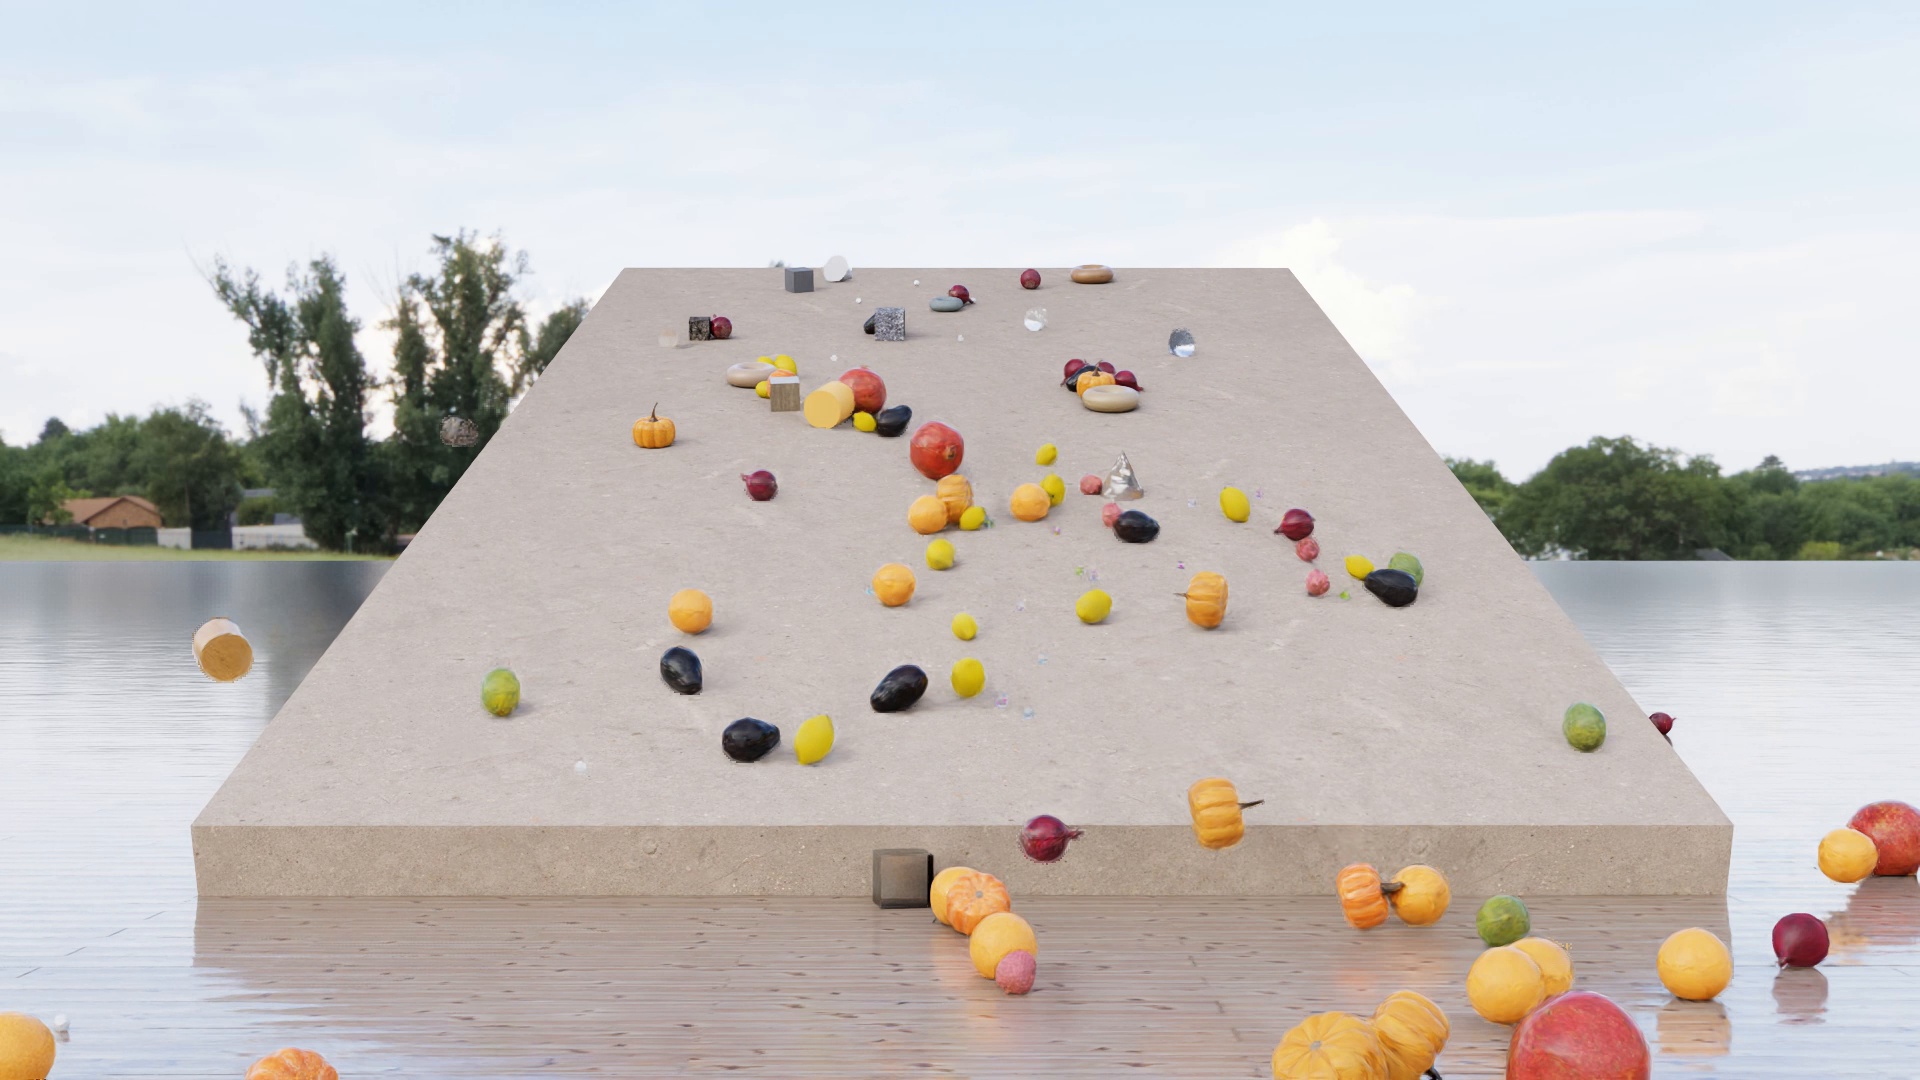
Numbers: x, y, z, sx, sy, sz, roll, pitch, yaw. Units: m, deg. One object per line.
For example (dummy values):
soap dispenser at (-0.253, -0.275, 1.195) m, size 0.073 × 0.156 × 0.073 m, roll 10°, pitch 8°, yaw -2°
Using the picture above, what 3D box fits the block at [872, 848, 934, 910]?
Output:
block at (-0.073, 0.431, 2.838) m, size 0.067 × 0.067 × 0.067 m, roll 0°, pitch 0°, yaw -12°

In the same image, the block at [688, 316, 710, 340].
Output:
block at (-0.669, -0.543, 5.723) m, size 0.052 × 0.052 × 0.052 m, roll -1°, pitch 17°, yaw -2°

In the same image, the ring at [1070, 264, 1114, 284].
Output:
ring at (0.384, -0.775, 6.488) m, size 0.127 × 0.042 × 0.127 m, roll -1°, pitch 17°, yaw 0°

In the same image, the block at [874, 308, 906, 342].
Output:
block at (-0.180, -0.554, 5.724) m, size 0.073 × 0.073 × 0.073 m, roll 1°, pitch 17°, yaw 2°

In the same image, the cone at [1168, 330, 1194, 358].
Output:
cone at (0.537, -0.482, 5.564) m, size 0.072 × 0.072 × 0.072 m, roll 0°, pitch -11°, yaw -23°

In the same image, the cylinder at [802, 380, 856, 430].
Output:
cylinder at (-0.286, -0.295, 4.868) m, size 0.087 × 0.087 × 0.087 m, roll 0°, pitch 26°, yaw 28°

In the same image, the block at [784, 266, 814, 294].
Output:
block at (-0.458, -0.740, 6.339) m, size 0.062 × 0.062 × 0.062 m, roll -9°, pitch 20°, yaw -27°

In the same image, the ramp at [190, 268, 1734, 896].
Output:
ramp at (-0.003, -0.178, 4.808) m, size 2.000 × 0.100 × 4.000 m, roll 0°, pitch 17°, yaw 0°

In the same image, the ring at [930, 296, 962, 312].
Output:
ring at (-0.038, -0.645, 6.086) m, size 0.092 × 0.031 × 0.092 m, roll 0°, pitch 17°, yaw 0°

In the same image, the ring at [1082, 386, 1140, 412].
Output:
ring at (0.340, -0.319, 5.023) m, size 0.130 × 0.043 × 0.130 m, roll 0°, pitch 16°, yaw 0°

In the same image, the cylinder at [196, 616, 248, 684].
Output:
cylinder at (-1.158, 0.172, 3.496) m, size 0.077 × 0.077 × 0.077 m, roll 0°, pitch 26°, yaw -19°

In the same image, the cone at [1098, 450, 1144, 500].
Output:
cone at (0.316, -0.133, 4.344) m, size 0.091 × 0.091 × 0.091 m, roll 0°, pitch 17°, yaw 0°

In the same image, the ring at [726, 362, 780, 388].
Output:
ring at (-0.487, -0.389, 5.245) m, size 0.128 × 0.043 × 0.128 m, roll 1°, pitch 16°, yaw 0°

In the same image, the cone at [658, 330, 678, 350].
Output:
cone at (-0.731, -0.501, 5.636) m, size 0.051 × 0.051 × 0.051 m, roll 0°, pitch -10°, yaw 13°

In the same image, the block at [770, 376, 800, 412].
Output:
block at (-0.395, -0.329, 5.014) m, size 0.065 × 0.065 × 0.065 m, roll -2°, pitch 17°, yaw -7°

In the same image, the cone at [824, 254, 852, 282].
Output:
cone at (-0.339, -0.782, 6.513) m, size 0.084 × 0.084 × 0.084 m, roll 0°, pitch -12°, yaw 32°
